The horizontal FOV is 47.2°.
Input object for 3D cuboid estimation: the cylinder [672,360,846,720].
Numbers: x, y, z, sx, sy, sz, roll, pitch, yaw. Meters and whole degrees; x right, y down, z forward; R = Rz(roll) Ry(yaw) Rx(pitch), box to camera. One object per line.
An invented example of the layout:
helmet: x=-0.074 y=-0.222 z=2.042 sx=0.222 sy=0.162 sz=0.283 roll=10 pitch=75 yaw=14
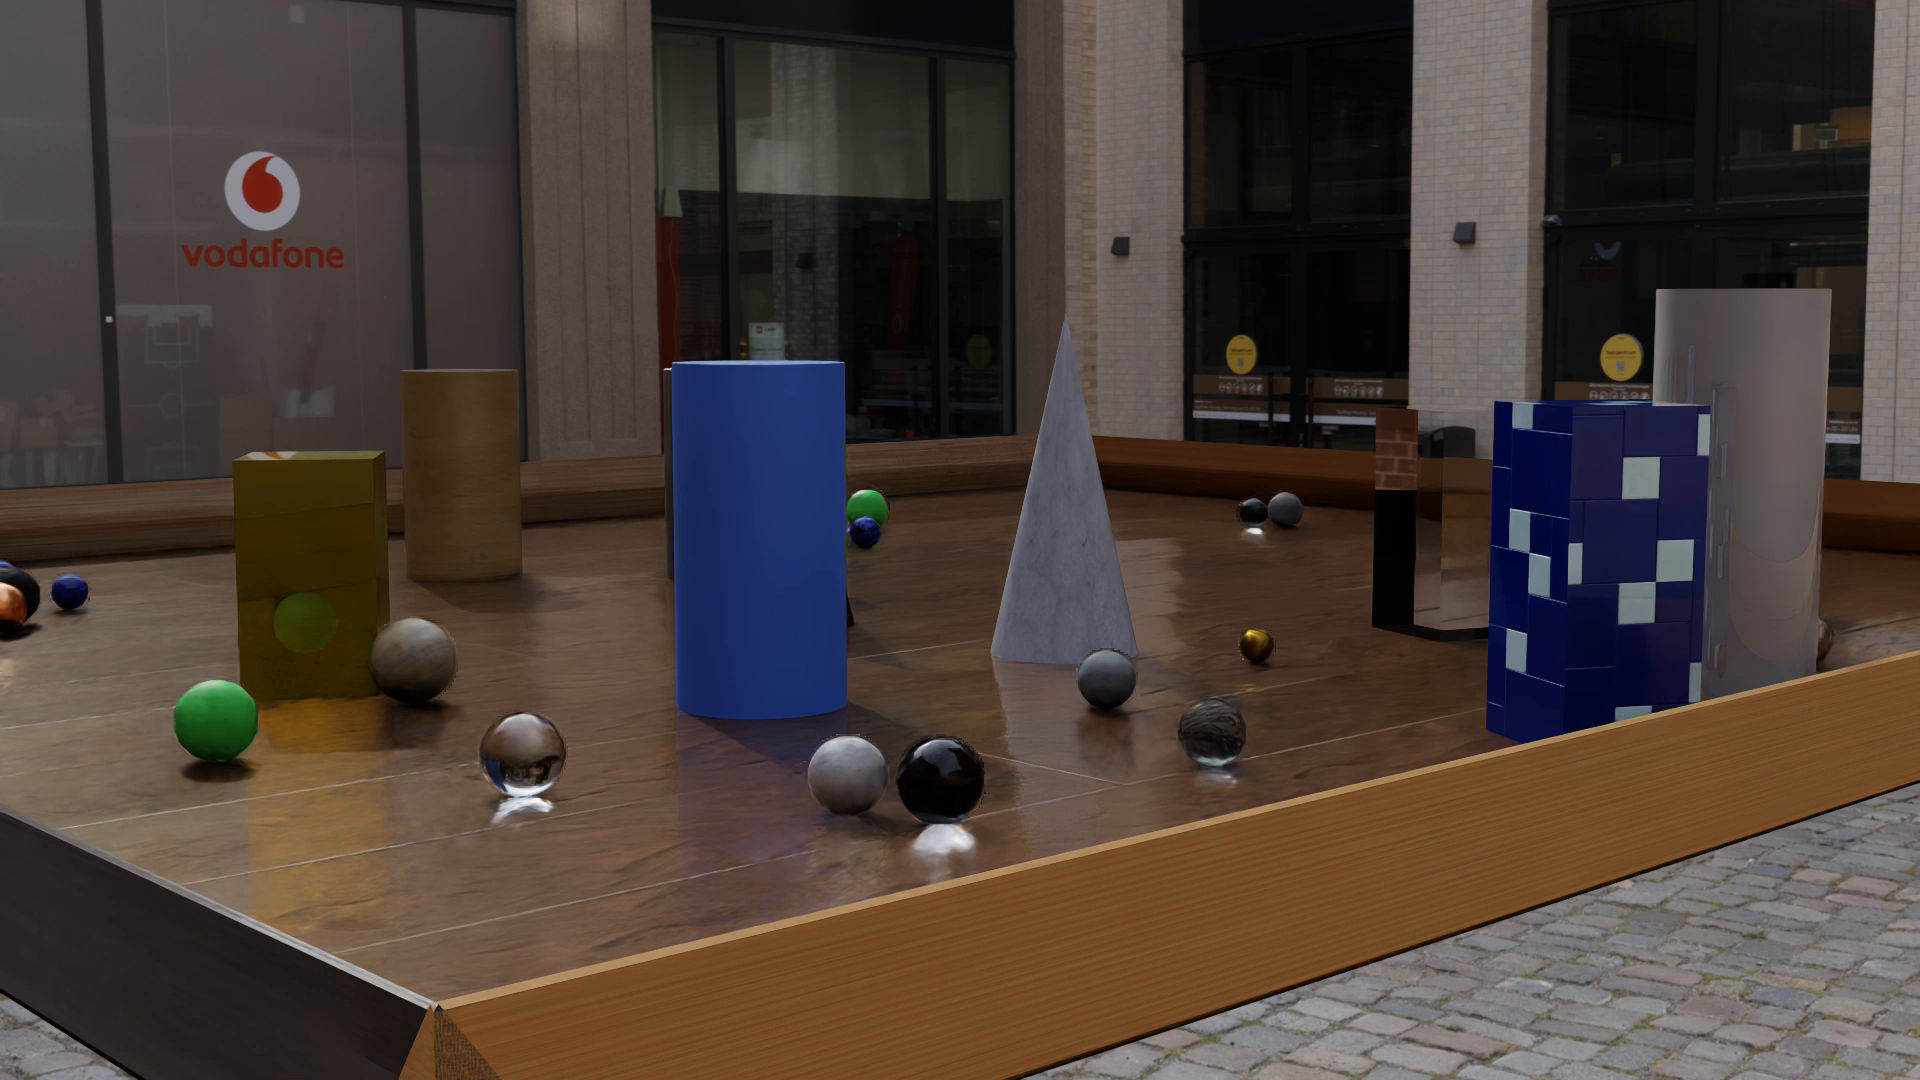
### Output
cylinder: x=-0.224 y=-0.006 z=2.469 sx=0.193 sy=0.385 sz=0.193 roll=0 pitch=6 yaw=0

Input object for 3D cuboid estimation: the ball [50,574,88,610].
ball: x=-1.322 y=0.077 z=3.267 sx=0.053 sy=0.053 sz=0.053 roll=0 pitch=6 yaw=0

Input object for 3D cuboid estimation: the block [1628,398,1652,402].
block: x=1.081 y=-0.055 z=3.303 sx=0.154 sy=0.306 sz=0.154 roll=2 pitch=6 yaw=15

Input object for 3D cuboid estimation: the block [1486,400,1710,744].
block: x=0.653 y=0.034 z=2.263 sx=0.154 sy=0.349 sz=0.154 roll=-2 pitch=6 yaw=-15

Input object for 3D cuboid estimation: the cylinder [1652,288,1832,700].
cylinder: x=0.908 y=-0.059 z=2.575 sx=0.193 sy=0.467 sz=0.193 roll=0 pitch=6 yaw=0

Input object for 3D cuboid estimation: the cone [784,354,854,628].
cone: x=-0.246 y=-0.071 z=3.104 sx=0.193 sy=0.381 sz=0.193 roll=0 pitch=6 yaw=0

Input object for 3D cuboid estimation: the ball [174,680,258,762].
ball: x=-0.734 y=0.178 z=2.172 sx=0.080 sy=0.080 sz=0.080 roll=0 pitch=6 yaw=0

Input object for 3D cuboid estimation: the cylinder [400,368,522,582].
cylinder: x=-0.834 y=-0.112 z=3.681 sx=0.193 sy=0.342 sz=0.193 roll=0 pitch=6 yaw=0

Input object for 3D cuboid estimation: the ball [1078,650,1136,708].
ball: x=0.164 y=0.156 z=2.457 sx=0.065 sy=0.065 sz=0.065 roll=0 pitch=6 yaw=0

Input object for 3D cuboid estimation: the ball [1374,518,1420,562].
ball: x=0.769 y=0.001 z=3.869 sx=0.077 sy=0.077 sz=0.077 roll=0 pitch=6 yaw=0

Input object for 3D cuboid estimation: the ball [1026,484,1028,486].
ball: x=0.186 y=-0.128 z=5.203 sx=0.056 sy=0.056 sz=0.056 roll=0 pitch=6 yaw=0

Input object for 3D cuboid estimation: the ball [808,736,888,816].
ball: x=-0.099 y=0.208 z=1.936 sx=0.071 sy=0.071 sz=0.071 roll=0 pitch=6 yaw=0

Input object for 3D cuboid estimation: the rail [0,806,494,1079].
rail: x=-1.274 y=0.156 z=2.162 sx=0.045 sy=0.125 sz=3.098 roll=-6 pitch=8 yaw=-42

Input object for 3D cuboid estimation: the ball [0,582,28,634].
ball: x=-1.321 y=0.093 z=3.029 sx=0.070 sy=0.070 sz=0.070 roll=0 pitch=6 yaw=0

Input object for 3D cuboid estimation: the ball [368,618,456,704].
ball: x=-0.620 y=0.137 z=2.490 sx=0.096 sy=0.096 sz=0.096 roll=0 pitch=6 yaw=0

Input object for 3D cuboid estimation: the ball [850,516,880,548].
ball: x=-0.177 y=-0.014 z=4.101 sx=0.059 sy=0.059 sz=0.059 roll=0 pitch=6 yaw=0

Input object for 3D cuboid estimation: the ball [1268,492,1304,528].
ball: x=0.665 y=-0.062 z=4.496 sx=0.072 sy=0.072 sz=0.072 roll=0 pitch=6 yaw=0

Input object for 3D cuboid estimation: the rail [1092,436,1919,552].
rail: x=1.274 y=-0.090 z=4.502 sx=0.045 sy=0.125 sz=3.098 roll=-6 pitch=8 yaw=-42

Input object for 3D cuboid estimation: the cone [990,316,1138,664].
cone: x=0.135 y=-0.073 z=2.841 sx=0.193 sy=0.440 sz=0.193 roll=0 pitch=6 yaw=0

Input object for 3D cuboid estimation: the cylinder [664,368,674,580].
cylinder: x=-0.394 y=-0.111 z=3.657 sx=0.193 sy=0.345 sz=0.193 roll=0 pitch=6 yaw=0

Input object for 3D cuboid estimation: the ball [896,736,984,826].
ball: x=-0.017 y=0.208 z=1.904 sx=0.076 sy=0.076 sz=0.076 roll=0 pitch=6 yaw=0

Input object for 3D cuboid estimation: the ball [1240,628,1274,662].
ball: x=0.375 y=0.133 z=2.779 sx=0.042 sy=0.042 sz=0.042 roll=0 pitch=6 yaw=0

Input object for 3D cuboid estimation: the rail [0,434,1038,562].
rail: x=-1.034 y=-0.085 z=4.447 sx=3.516 sy=0.125 sz=0.045 roll=-6 pitch=8 yaw=-42

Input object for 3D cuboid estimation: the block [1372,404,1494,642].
block: x=0.680 y=-0.027 z=3.033 sx=0.154 sy=0.309 sz=0.154 roll=-3 pitch=7 yaw=-24

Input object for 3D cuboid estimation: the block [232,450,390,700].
block: x=-0.758 y=0.037 z=2.584 sx=0.154 sy=0.274 sz=0.154 roll=-1 pitch=6 yaw=-9

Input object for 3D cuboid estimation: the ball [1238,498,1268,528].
ball: x=0.599 y=-0.055 z=4.489 sx=0.060 sy=0.060 sz=0.060 roll=0 pitch=6 yaw=0

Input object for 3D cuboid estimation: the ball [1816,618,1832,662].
ball: x=1.063 y=0.125 z=2.762 sx=0.062 sy=0.062 sz=0.062 roll=0 pitch=6 yaw=0

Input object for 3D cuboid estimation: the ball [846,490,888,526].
ball: x=-0.187 y=-0.060 z=4.415 sx=0.084 sy=0.084 sz=0.084 roll=0 pitch=6 yaw=0

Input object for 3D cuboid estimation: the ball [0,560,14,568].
ball: x=-1.493 y=0.060 z=3.417 sx=0.056 sy=0.056 sz=0.056 roll=0 pitch=6 yaw=0

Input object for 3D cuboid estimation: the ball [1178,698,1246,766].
ball: x=0.246 y=0.188 z=2.146 sx=0.067 sy=0.067 sz=0.067 roll=0 pitch=6 yaw=0

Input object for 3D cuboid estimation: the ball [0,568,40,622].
ball: x=-1.342 y=0.079 z=3.102 sx=0.082 sy=0.082 sz=0.082 roll=0 pitch=6 yaw=0

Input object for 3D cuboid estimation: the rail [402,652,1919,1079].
rail: x=1.034 y=0.150 z=2.217 sx=3.516 sy=0.125 sz=0.045 roll=-6 pitch=8 yaw=-42

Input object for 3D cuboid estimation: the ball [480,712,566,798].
ball: x=-0.400 y=0.196 z=2.011 sx=0.077 sy=0.077 sz=0.077 roll=0 pitch=6 yaw=0
